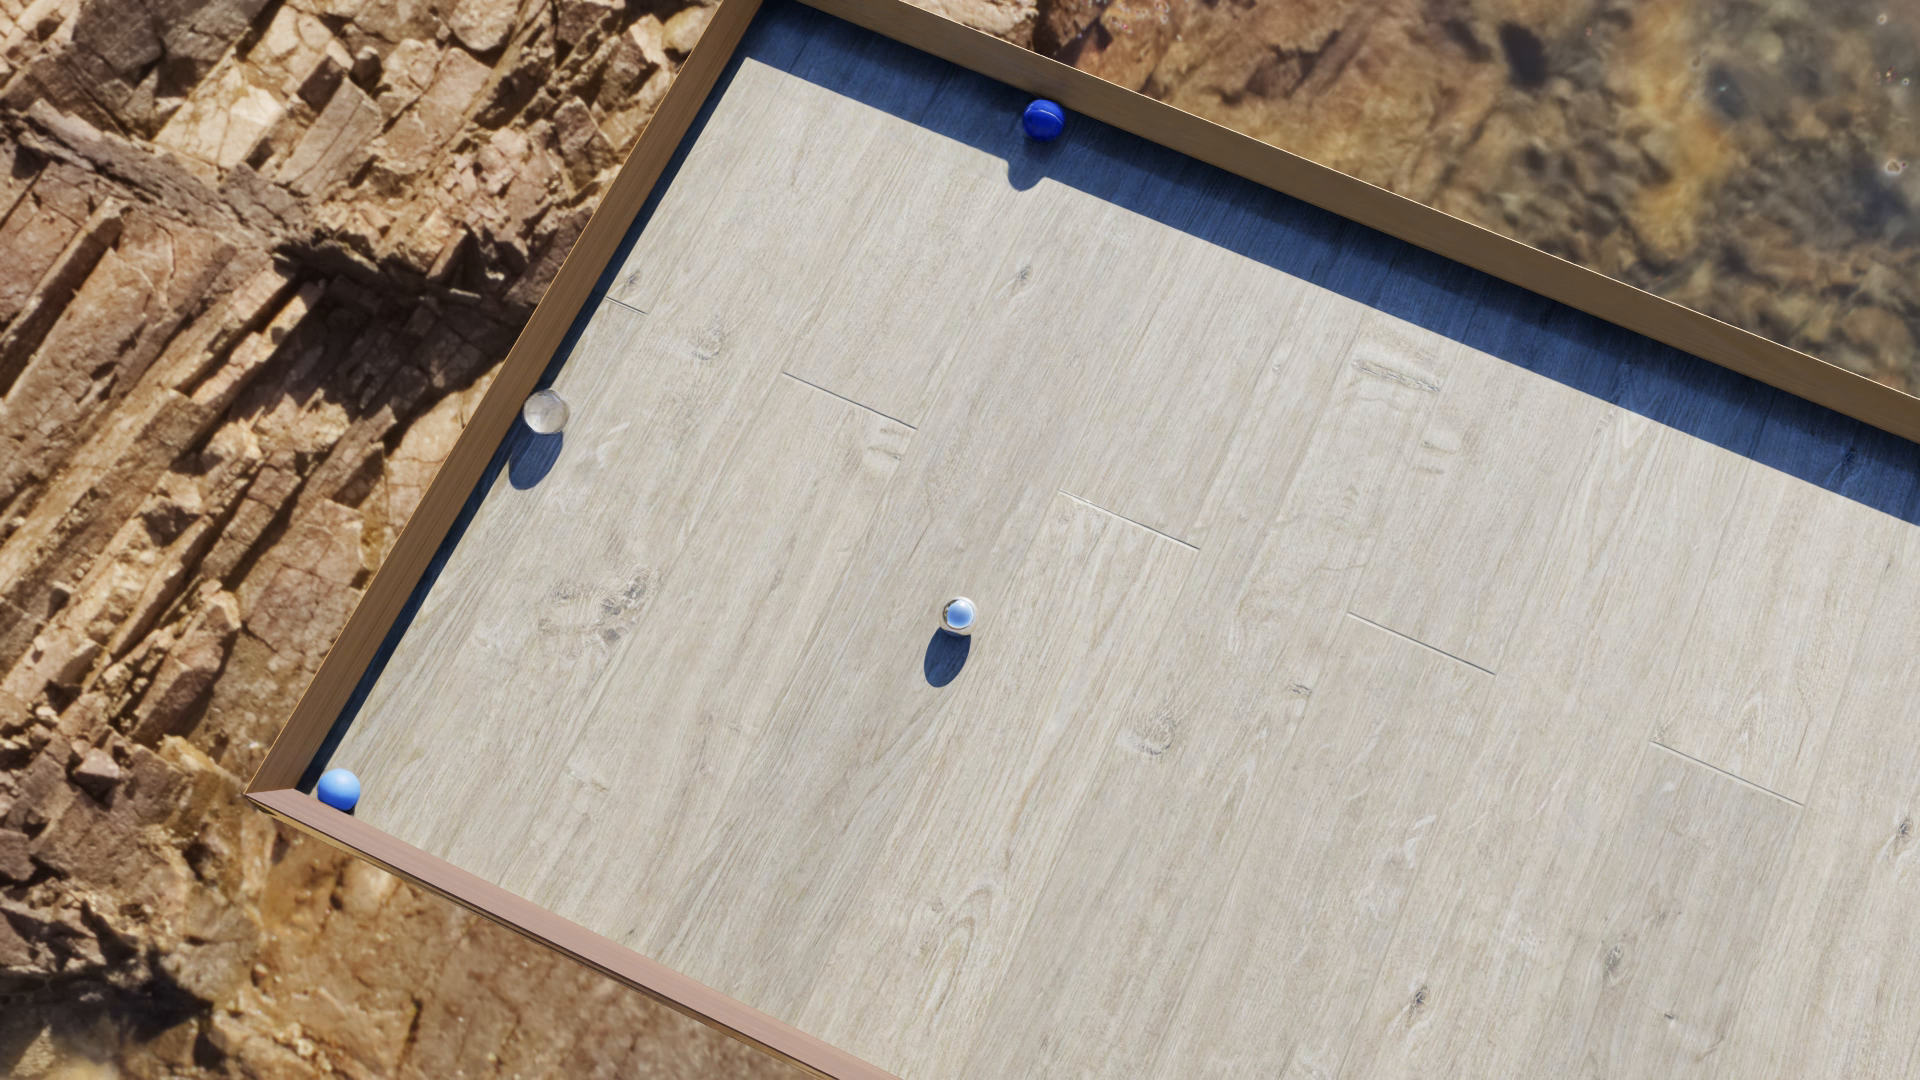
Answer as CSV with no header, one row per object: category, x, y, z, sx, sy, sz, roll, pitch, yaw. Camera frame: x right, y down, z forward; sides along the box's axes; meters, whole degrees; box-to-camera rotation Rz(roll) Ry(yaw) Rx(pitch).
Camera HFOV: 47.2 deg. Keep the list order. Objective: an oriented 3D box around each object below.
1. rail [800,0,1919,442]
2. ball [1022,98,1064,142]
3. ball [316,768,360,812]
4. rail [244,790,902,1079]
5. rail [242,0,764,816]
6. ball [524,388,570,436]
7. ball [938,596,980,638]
rail,1.056,-0.388,3.622,3.133,0.097,0.045,23,70,9
ball,0.142,-0.719,3.769,0.072,0.072,0.072,0,68,0
ball,-0.942,0.379,3.334,0.065,0.065,0.065,0,68,0
rail,0.365,0.990,3.071,3.133,0.097,0.045,23,70,9
rail,-0.689,-0.303,3.589,0.045,0.097,1.685,23,70,9
ball,-0.670,-0.207,3.563,0.075,0.075,0.075,0,68,0
ball,-0.002,0.120,3.438,0.065,0.065,0.065,0,68,0
